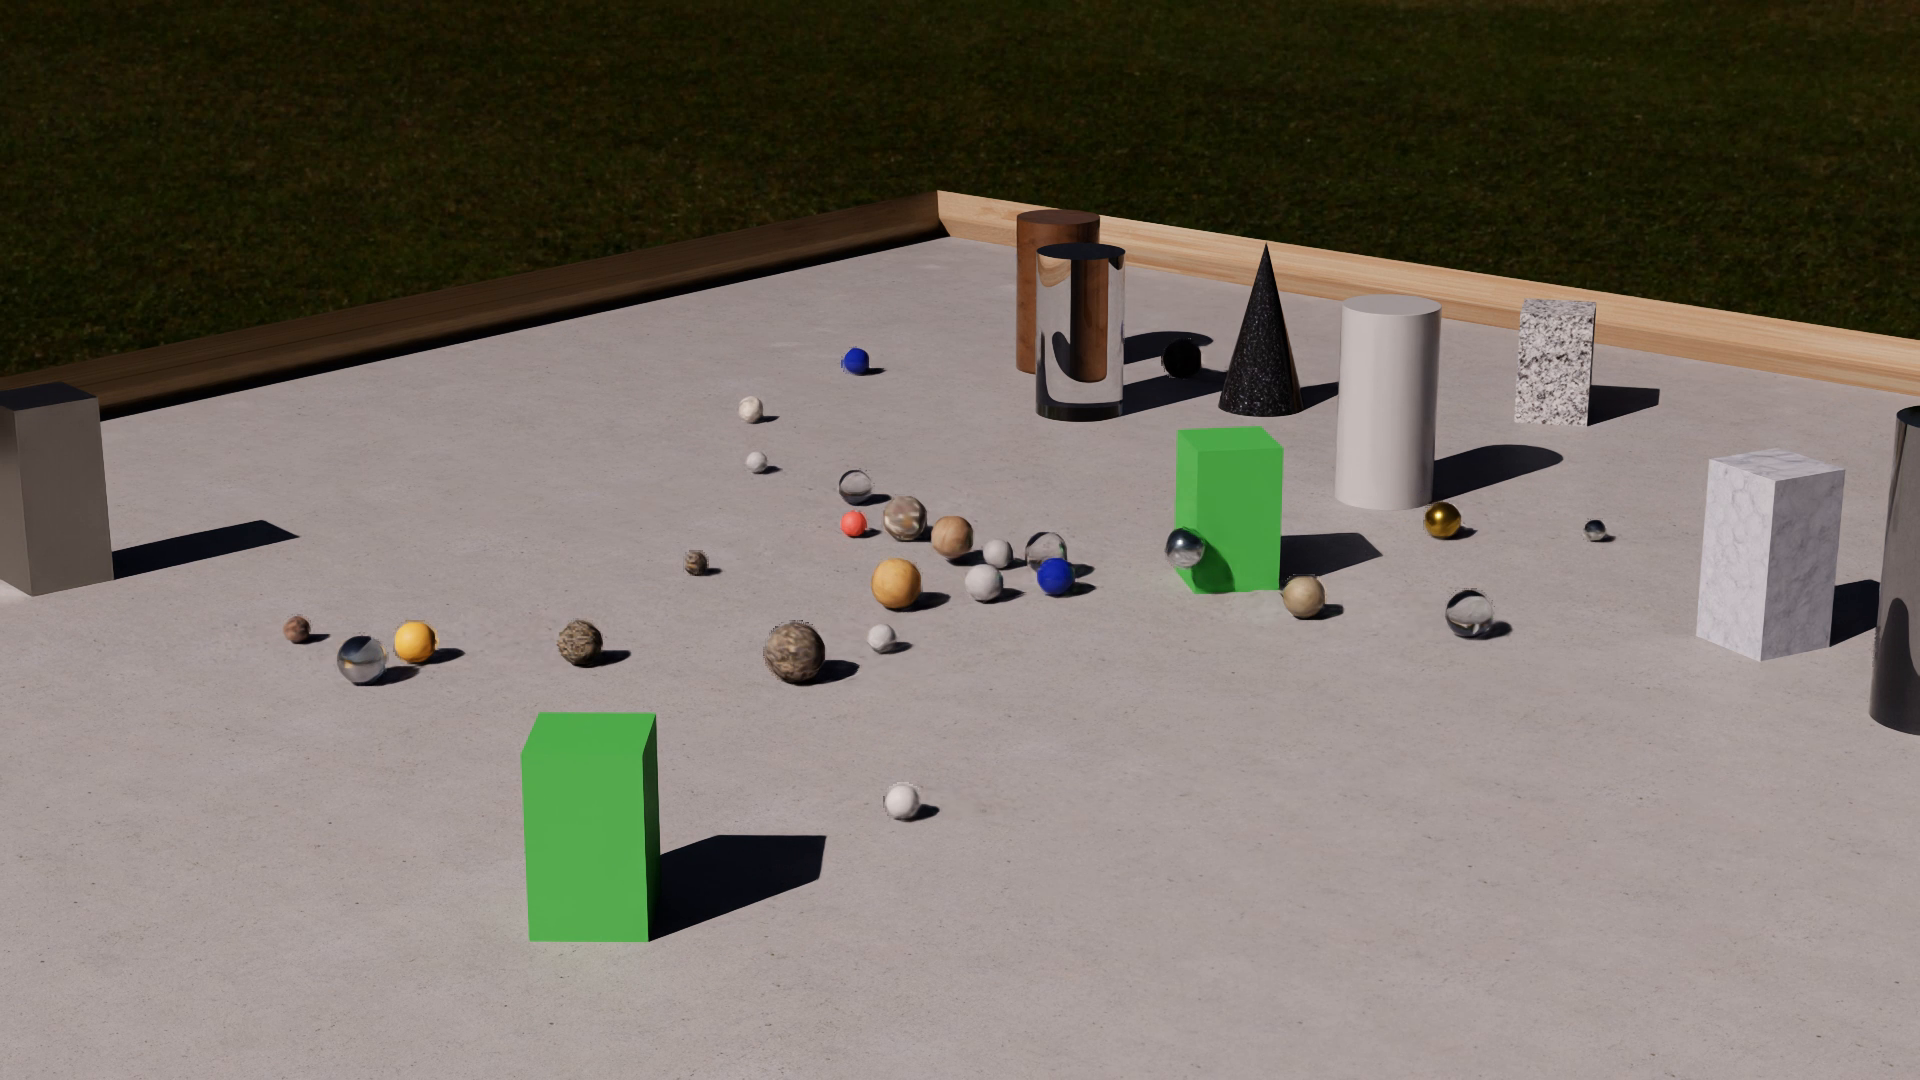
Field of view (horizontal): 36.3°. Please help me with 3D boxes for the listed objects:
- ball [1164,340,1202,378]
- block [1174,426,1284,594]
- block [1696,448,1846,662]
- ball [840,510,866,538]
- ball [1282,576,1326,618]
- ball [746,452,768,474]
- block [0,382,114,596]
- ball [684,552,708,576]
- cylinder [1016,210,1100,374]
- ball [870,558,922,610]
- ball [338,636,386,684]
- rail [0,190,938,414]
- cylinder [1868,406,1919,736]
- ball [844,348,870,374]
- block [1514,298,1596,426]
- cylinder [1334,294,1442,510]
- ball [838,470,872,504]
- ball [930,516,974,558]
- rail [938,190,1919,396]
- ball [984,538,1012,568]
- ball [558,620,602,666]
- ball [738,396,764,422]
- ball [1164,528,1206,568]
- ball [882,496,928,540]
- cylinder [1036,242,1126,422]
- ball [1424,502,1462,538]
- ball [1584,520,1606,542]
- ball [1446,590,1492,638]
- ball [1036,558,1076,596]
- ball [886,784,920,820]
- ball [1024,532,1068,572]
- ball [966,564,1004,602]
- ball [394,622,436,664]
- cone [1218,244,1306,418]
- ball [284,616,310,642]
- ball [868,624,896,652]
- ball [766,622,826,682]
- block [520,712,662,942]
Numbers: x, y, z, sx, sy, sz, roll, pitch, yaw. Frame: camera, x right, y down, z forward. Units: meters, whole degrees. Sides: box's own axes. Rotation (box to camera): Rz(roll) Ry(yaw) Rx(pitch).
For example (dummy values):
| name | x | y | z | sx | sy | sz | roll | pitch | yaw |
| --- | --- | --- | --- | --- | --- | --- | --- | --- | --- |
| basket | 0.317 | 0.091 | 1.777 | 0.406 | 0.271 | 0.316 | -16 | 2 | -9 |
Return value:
| name | x | y | z | sx | sy | sz | roll | pitch | yaw |
| --- | --- | --- | --- | --- | --- | --- | --- | --- | --- |
| ball | 0.504 | -0.410 | 6.644 | 0.088 | 0.088 | 0.088 | 0 | 17 | 0 |
| block | 0.473 | -0.054 | 5.173 | 0.152 | 0.258 | 0.152 | -3 | 17 | -9 |
| block | 1.335 | 0.022 | 4.837 | 0.152 | 0.306 | 0.152 | -9 | 19 | -27 |
| ball | -0.198 | -0.030 | 5.453 | 0.049 | 0.049 | 0.049 | 0 | 17 | 0 |
| ball | 0.586 | 0.097 | 4.995 | 0.073 | 0.073 | 0.073 | 0 | 17 | 0 |
| ball | -0.407 | -0.156 | 5.879 | 0.045 | 0.045 | 0.045 | 0 | 17 | 0 |
| block | -1.609 | -0.092 | 5.165 | 0.152 | 0.334 | 0.152 | -14 | 22 | -38 |
| ball | -0.471 | 0.043 | 5.227 | 0.042 | 0.042 | 0.042 | 0 | 17 | 0 |
| cylinder | 0.224 | -0.567 | 6.713 | 0.190 | 0.350 | 0.190 | 0 | 17 | 0 |
| ball | -0.109 | 0.075 | 5.040 | 0.088 | 0.088 | 0.088 | 0 | 17 | 0 |
| ball | -0.954 | 0.191 | 4.675 | 0.078 | 0.078 | 0.078 | 0 | 17 | 0 |
| rail | -1.660 | -0.386 | 6.500 | 0.045 | 0.123 | 4.923 | 14 | 22 | 39 |
| cylinder | 1.503 | 0.047 | 4.466 | 0.190 | 0.474 | 0.190 | 0 | 17 | 0 |
| ball | -0.235 | -0.407 | 6.683 | 0.061 | 0.061 | 0.061 | 0 | 17 | 0 |
| block | 1.278 | -0.382 | 6.292 | 0.152 | 0.239 | 0.152 | 4 | 17 | 13 |
| cylinder | 0.826 | -0.267 | 5.663 | 0.190 | 0.383 | 0.190 | 0 | 17 | 0 |
| ball | -0.202 | -0.102 | 5.664 | 0.066 | 0.066 | 0.066 | 0 | 17 | 0 |
| ball | -0.014 | -0.006 | 5.276 | 0.078 | 0.078 | 0.078 | 0 | 17 | 0 |
| rail | 1.598 | -0.501 | 6.883 | 4.443 | 0.123 | 0.045 | 14 | 22 | 39 |
| ball | 0.068 | 0.025 | 5.266 | 0.053 | 0.053 | 0.053 | 0 | 17 | 0 |
| ball | -0.617 | 0.167 | 4.762 | 0.072 | 0.072 | 0.072 | 0 | 17 | 0 |
| ball | -0.447 | -0.279 | 6.269 | 0.055 | 0.055 | 0.055 | 0 | 17 | 0 |
| ball | 0.390 | 0.013 | 5.072 | 0.071 | 0.071 | 0.071 | 0 | 17 | 0 |
| ball | -0.102 | -0.040 | 5.430 | 0.083 | 0.083 | 0.083 | 0 | 17 | 0 |
| cylinder | 0.259 | -0.448 | 6.315 | 0.190 | 0.352 | 0.190 | 0 | 17 | 0 |
| ball | 0.896 | -0.037 | 5.445 | 0.068 | 0.068 | 0.068 | 0 | 17 | 0 |
| ball | 1.175 | -0.018 | 5.427 | 0.041 | 0.041 | 0.041 | 0 | 17 | 0 |
| ball | 0.850 | 0.123 | 4.895 | 0.079 | 0.079 | 0.079 | 0 | 17 | 0 |
| ball | 0.167 | 0.063 | 5.114 | 0.067 | 0.067 | 0.067 | 0 | 17 | 0 |
| ball | -0.080 | 0.369 | 4.133 | 0.049 | 0.049 | 0.049 | 0 | 17 | 0 |
| ball | 0.153 | 0.023 | 5.198 | 0.076 | 0.076 | 0.076 | 0 | 17 | 0 |
| ball | 0.042 | 0.073 | 5.083 | 0.066 | 0.066 | 0.066 | 0 | 17 | 0 |
| ball | -0.887 | 0.166 | 4.772 | 0.068 | 0.068 | 0.068 | 0 | 17 | 0 |
| cone | 0.659 | -0.467 | 6.355 | 0.190 | 0.366 | 0.190 | 0 | 17 | 0 |
| ball | -1.102 | 0.149 | 4.871 | 0.044 | 0.044 | 0.044 | 0 | 17 | 0 |
| ball | -0.128 | 0.161 | 4.824 | 0.048 | 0.048 | 0.048 | 0 | 17 | 0 |
| ball | -0.263 | 0.180 | 4.681 | 0.095 | 0.095 | 0.095 | 0 | 17 | 0 |
| block | -0.473 | 0.369 | 3.778 | 0.152 | 0.255 | 0.152 | 0 | 17 | 1 |
